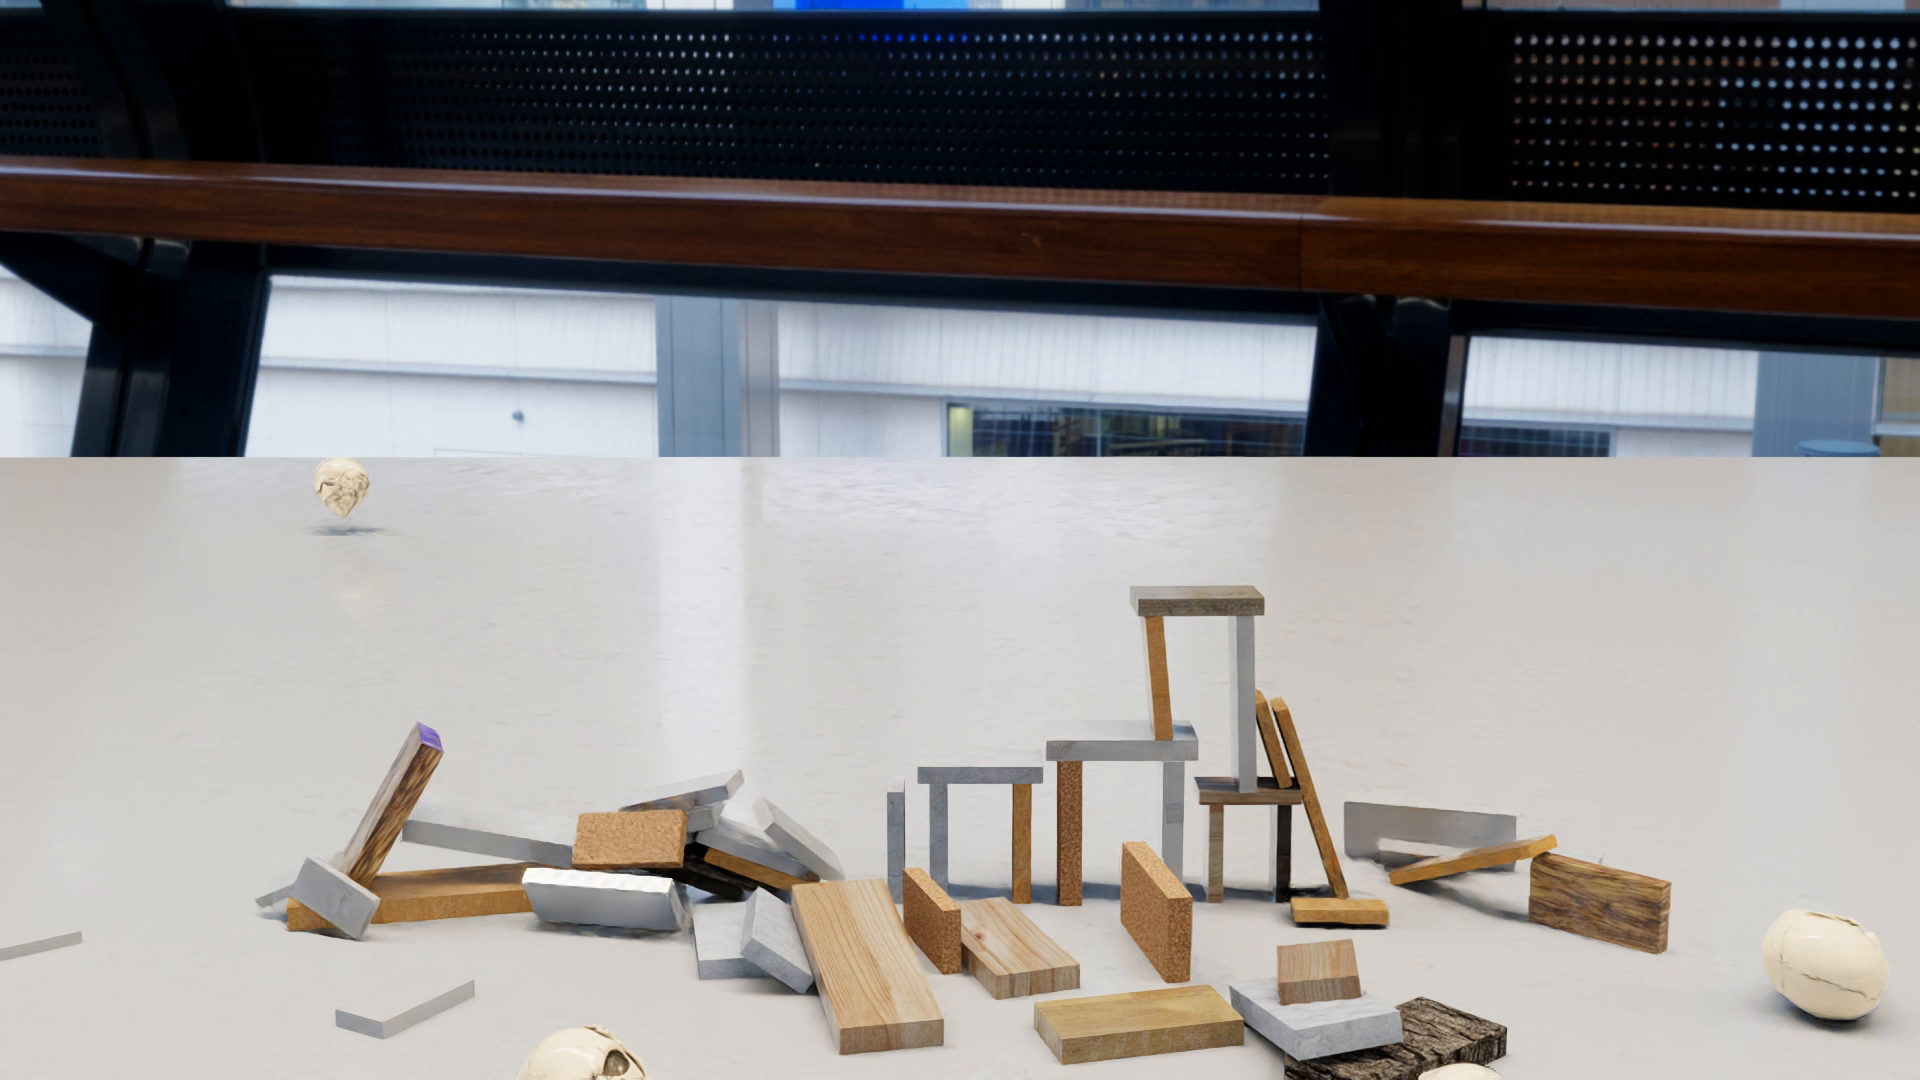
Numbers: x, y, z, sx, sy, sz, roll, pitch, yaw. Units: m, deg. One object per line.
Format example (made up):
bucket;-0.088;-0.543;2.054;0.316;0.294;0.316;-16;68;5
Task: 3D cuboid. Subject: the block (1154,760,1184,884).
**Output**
block;0.346;0.469;3.644;0.035;0.247;0.123;0;11;-1

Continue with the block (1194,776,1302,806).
block;0.474;0.414;3.632;0.167;0.024;0.084;0;11;0

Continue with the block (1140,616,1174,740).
block;0.320;0.214;3.588;0.029;0.204;0.102;-6;11;0

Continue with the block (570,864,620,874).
block;-0.590;0.558;3.656;0.109;0.015;0.054;24;4;-29

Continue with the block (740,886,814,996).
block;-0.273;0.605;3.337;0.112;0.032;0.225;35;7;-8

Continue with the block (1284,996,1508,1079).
block;0.593;0.696;2.983;0.292;0.041;0.146;-9;14;-40

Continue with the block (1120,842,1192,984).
block;0.302;0.572;3.401;0.038;0.133;0.266;-1;11;-11

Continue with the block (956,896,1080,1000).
block;0.062;0.624;3.382;0.133;0.038;0.313;-4;11;-20

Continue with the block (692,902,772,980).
block;-0.355;0.621;3.417;0.113;0.032;0.242;-2;11;-9

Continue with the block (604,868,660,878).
block;-0.555;0.540;3.658;0.109;0.015;0.054;9;5;-15

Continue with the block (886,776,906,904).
block;-0.105;0.496;3.649;0.027;0.192;0.096;0;11;0

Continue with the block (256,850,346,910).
block;-1.067;0.549;3.559;0.140;0.020;0.070;-23;17;20

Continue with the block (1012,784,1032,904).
block;0.102;0.489;3.652;0.029;0.205;0.103;0;11;0

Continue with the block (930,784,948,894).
block;-0.035;0.489;3.653;0.029;0.205;0.103;0;11;0

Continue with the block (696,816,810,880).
block;-0.343;0.504;3.645;0.192;0.027;0.096;21;8;-8

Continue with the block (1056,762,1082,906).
block;0.181;0.468;3.648;0.035;0.247;0.123;0;11;-1

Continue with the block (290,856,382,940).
block;-0.988;0.564;3.475;0.139;0.070;0.020;29;8;17

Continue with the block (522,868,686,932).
block;-0.566;0.571;3.496;0.243;0.101;0.029;2;45;12

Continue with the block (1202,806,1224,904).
block;0.420;0.508;3.650;0.024;0.167;0.084;-1;11;0

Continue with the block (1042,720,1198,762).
block;0.262;0.330;3.623;0.247;0.035;0.123;0;11;-1

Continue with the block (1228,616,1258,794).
block;0.463;0.257;3.602;0.029;0.295;0.102;-2;11;-1

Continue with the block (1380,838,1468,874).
block;0.793;0.540;3.759;0.147;0.021;0.073;5;-25;16

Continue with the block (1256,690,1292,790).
block;0.511;0.328;3.623;0.021;0.150;0.075;-18;10;2

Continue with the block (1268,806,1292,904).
block;0.531;0.508;3.650;0.024;0.167;0.084;-1;11;0

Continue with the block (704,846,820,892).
block;-0.327;0.539;3.655;0.192;0.027;0.096;21;9;-5

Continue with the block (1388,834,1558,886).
block;0.841;0.527;3.619;0.073;0.021;0.299;-12;-8;-40

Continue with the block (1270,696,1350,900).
block;0.578;0.428;3.637;0.021;0.341;0.075;-19;10;3

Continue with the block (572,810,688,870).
block;-0.531;0.483;3.539;0.176;0.088;0.025;-3;-29;10

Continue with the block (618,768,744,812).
block;-0.457;0.419;3.612;0.192;0.025;0.088;-13;9;13

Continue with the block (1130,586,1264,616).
block;0.383;0.098;3.567;0.204;0.029;0.102;0;11;-3

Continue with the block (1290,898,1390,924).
block;0.610;0.597;3.538;0.150;0.021;0.075;0;4;3

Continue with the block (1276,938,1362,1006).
block;0.507;0.611;3.116;0.111;0.031;0.221;-7;2;8

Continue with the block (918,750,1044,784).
block;0.034;0.374;3.631;0.205;0.029;0.103;0;11;1

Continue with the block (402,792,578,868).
block;-0.773;0.480;3.643;0.275;0.039;0.137;10;11;-6

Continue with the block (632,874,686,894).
block;-0.510;0.566;3.665;0.109;0.015;0.054;12;5;-6

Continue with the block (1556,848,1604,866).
block;1.049;0.563;3.760;0.073;0.021;0.147;5;12;26

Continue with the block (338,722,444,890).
block;-0.926;0.439;3.568;0.039;0.275;0.137;29;1;-20

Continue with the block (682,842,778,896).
block;-0.385;0.543;3.659;0.176;0.025;0.088;21;9;-5

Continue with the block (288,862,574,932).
block;-0.852;0.581;3.613;0.476;0.039;0.137;-3;11;-13

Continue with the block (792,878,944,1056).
block;-0.143;0.620;3.242;0.146;0.041;0.441;-2;18;-13

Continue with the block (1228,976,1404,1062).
block;0.487;0.652;3.041;0.146;0.041;0.292;-8;2;-10

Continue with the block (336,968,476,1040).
block;-0.800;0.668;3.177;0.092;0.026;0.184;6;12;30

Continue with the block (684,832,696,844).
block;-0.527;0.494;3.650;0.176;0.025;0.088;-12;11;-2

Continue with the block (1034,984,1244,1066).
block;0.250;0.679;3.088;0.266;0.038;0.133;-3;11;-15

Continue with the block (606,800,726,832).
block;-0.506;0.462;3.622;0.225;0.032;0.112;-12;11;5

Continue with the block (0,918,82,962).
block;-1.451;0.625;3.428;0.140;0.020;0.070;-9;14;-39

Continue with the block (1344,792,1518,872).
block;0.814;0.505;3.810;0.291;0.111;0.031;3;24;17

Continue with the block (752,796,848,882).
block;-0.264;0.497;3.614;0.176;0.025;0.088;43;5;-28

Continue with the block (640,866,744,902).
block;-0.445;0.548;3.659;0.176;0.025;0.088;20;9;-6

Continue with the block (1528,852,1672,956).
block;1.007;0.571;3.468;0.221;0.111;0.031;10;13;42

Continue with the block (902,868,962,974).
block;-0.044;0.588;3.404;0.029;0.101;0.203;-4;11;-18
